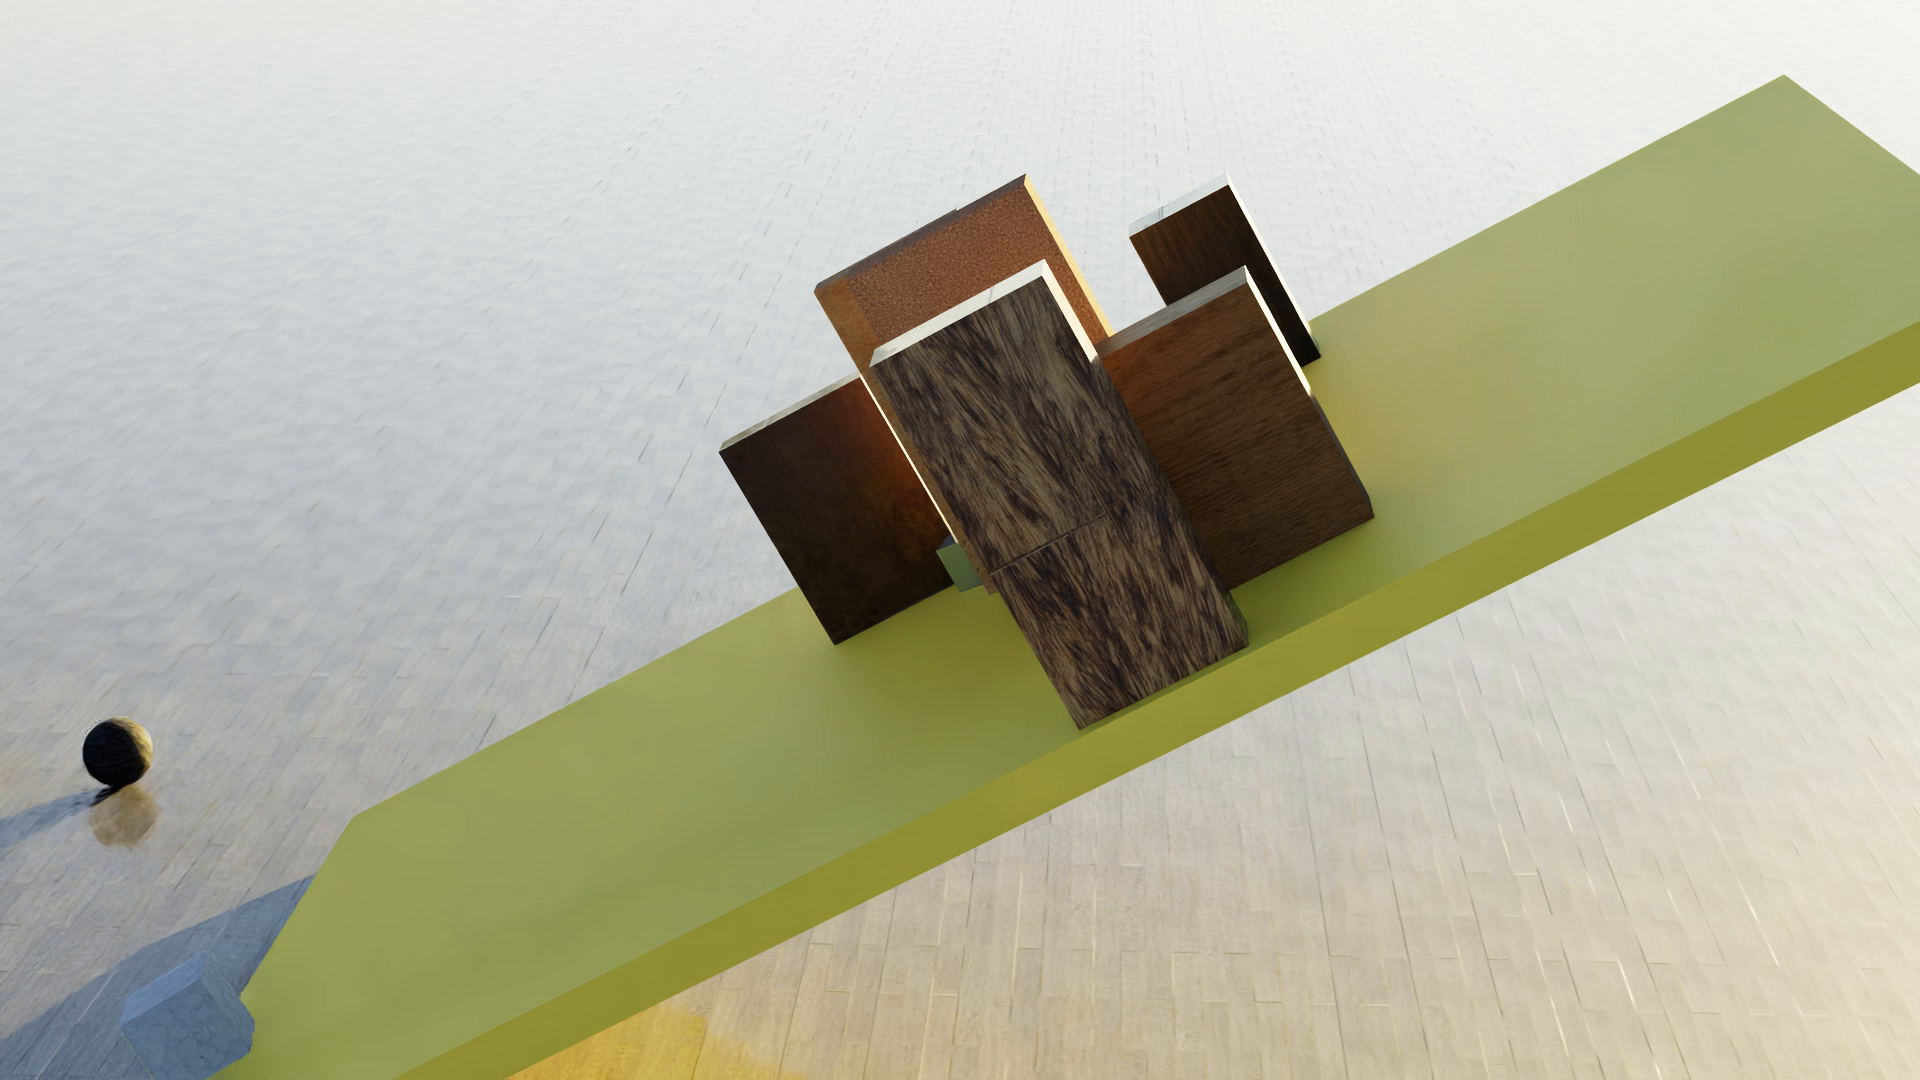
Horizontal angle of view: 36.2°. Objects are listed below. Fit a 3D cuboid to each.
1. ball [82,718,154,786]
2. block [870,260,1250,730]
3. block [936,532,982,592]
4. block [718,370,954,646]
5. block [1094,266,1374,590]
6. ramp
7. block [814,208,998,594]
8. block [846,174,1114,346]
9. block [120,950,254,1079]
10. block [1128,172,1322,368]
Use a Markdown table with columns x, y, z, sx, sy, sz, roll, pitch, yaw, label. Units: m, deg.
| x | y | z | sx | sy | sz | roll | pitch | yaw | label |
| --- | --- | --- | --- | --- | --- | --- | --- | --- | --- |
| -2.294 | 0.579 | 8.016 | 0.187 | 0.187 | 0.187 | 0 | 18 | 0 | ball |
| 0.182 | -0.076 | 5.255 | 0.345 | 0.770 | 0.129 | -27 | 14 | 11 | block |
| 0.038 | 0.029 | 6.533 | 0.112 | 0.112 | 0.112 | -22 | 17 | 31 | block |
| -0.250 | -0.072 | 6.618 | 0.365 | 0.520 | 0.082 | -27 | 14 | 11 | block |
| 0.502 | -0.199 | 5.563 | 0.355 | 0.515 | 0.138 | -27 | 14 | 11 | block |
| 0.142 | 0.167 | 6.283 | 4.000 | 0.100 | 2.000 | -27 | 14 | 11 | ramp |
| 0.030 | -0.292 | 6.309 | 0.344 | 0.766 | 0.085 | -27 | 14 | 11 | block |
| 0.146 | -0.296 | 6.023 | 0.411 | 0.799 | 0.120 | -27 | 14 | 11 | block |
| -1.646 | 1.033 | 6.276 | 0.194 | 0.194 | 0.194 | -31 | 14 | -4 | block |
| 0.607 | -0.573 | 6.757 | 0.255 | 0.456 | 0.140 | -27 | 14 | 11 | block |
